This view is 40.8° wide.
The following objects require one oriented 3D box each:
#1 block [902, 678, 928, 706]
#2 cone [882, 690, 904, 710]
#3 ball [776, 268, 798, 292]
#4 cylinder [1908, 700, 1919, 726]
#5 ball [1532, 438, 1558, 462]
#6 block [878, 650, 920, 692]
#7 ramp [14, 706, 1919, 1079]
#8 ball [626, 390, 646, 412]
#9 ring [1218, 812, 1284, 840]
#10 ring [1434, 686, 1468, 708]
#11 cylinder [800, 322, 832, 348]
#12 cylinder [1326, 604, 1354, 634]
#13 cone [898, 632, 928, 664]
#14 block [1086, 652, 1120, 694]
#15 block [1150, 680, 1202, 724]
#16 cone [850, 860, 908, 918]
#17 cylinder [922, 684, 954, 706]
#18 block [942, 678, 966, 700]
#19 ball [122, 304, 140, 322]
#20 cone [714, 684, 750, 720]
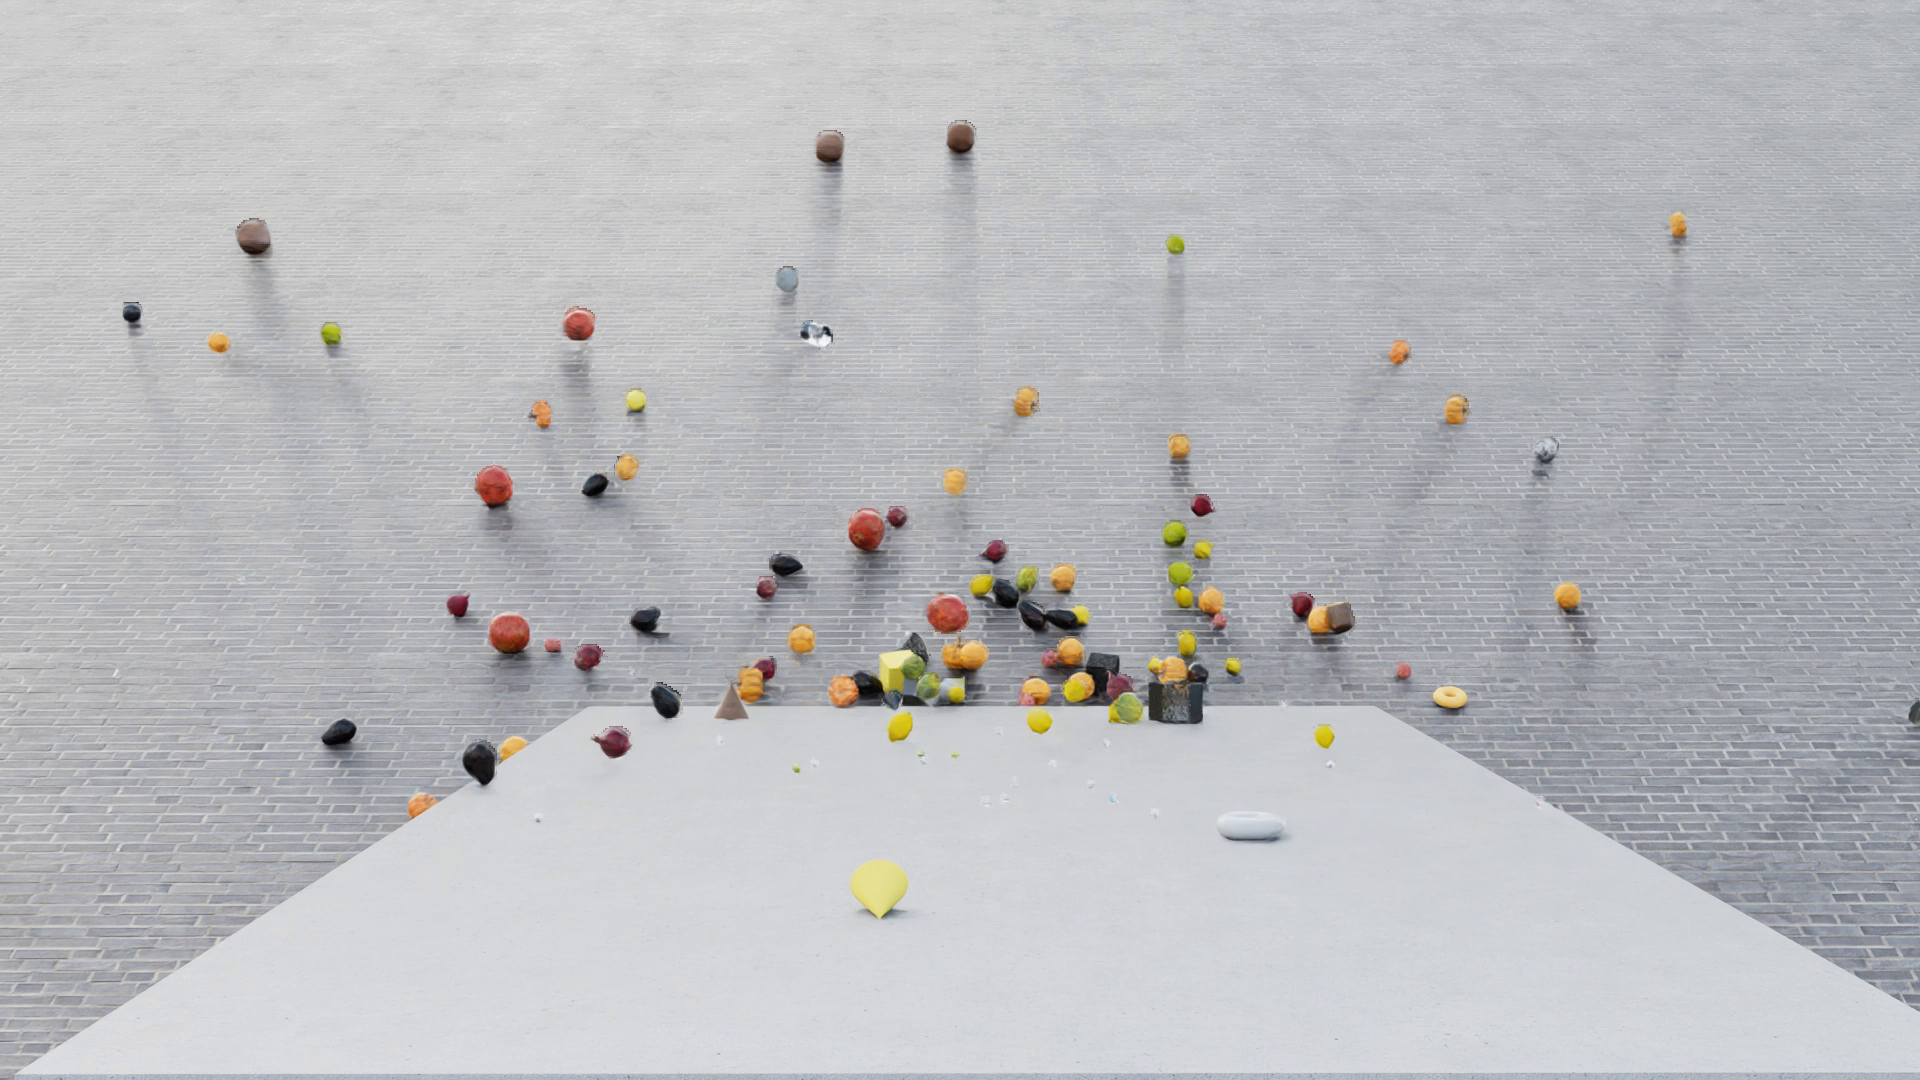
[{"bbox_3d":[-0.117,0.405,6.723,0.062,0.062,0.062,1,42,3],"label":"block"},{"bbox_3d":[-0.164,0.414,6.456,0.055,0.055,0.055,-4,29,-9],"label":"cone"},{"bbox_3d":[-0.641,-0.963,9.571,0.085,0.085,0.085,0,26,0],"label":"ball"},{"bbox_3d":[2.489,0.452,6.633,0.065,0.065,0.065,-18,28,-33],"label":"cylinder"},{"bbox_3d":[1.852,-0.285,8.165,0.076,0.076,0.076,0,26,0],"label":"ball"},{"bbox_3d":[-0.160,0.353,6.817,0.087,0.087,0.087,-8,26,-17],"label":"block"},{"bbox_3d":[0.058,0.526,4.564,2.000,0.100,4.000,0,2,0],"label":"ramp"},{"bbox_3d":[-1.072,-0.460,8.540,0.067,0.067,0.067,0,26,0],"label":"ball"},{"bbox_3d":[0.476,0.468,4.222,0.109,0.036,0.109,-1,2,0],"label":"ring"},{"bbox_3d":[1.285,0.412,6.762,0.088,0.029,0.088,0,24,0],"label":"ring"},{"bbox_3d":[-0.507,-0.724,9.079,0.076,0.076,0.076,22,34,40],"label":"cylinder"},{"bbox_3d":[1.039,0.216,7.057,0.062,0.062,0.062,-7,64,-15],"label":"cylinder"},{"bbox_3d":[-0.148,0.309,6.962,0.094,0.094,0.094,-22,21,16],"label":"cone"},{"bbox_3d":[0.377,0.353,6.831,0.076,0.076,0.076,6,26,12],"label":"block"},{"bbox_3d":[0.516,0.387,6.177,0.091,0.091,0.091,-1,2,-28],"label":"block"},{"bbox_3d":[-0.109,0.488,3.482,0.079,0.079,0.079,-1,28,-2],"label":"cone"},{"bbox_3d":[-0.057,0.396,6.617,0.057,0.057,0.057,21,11,37],"label":"cylinder"},{"bbox_3d":[-0.015,0.389,6.759,0.052,0.052,0.052,-3,-8,-8],"label":"block"},{"bbox_3d":[-2.986,-0.819,9.292,0.066,0.066,0.066,0,26,0],"label":"ball"},{"bbox_3d":[-0.554,0.388,6.257,0.086,0.086,0.086,0,2,0],"label":"cone"}]
